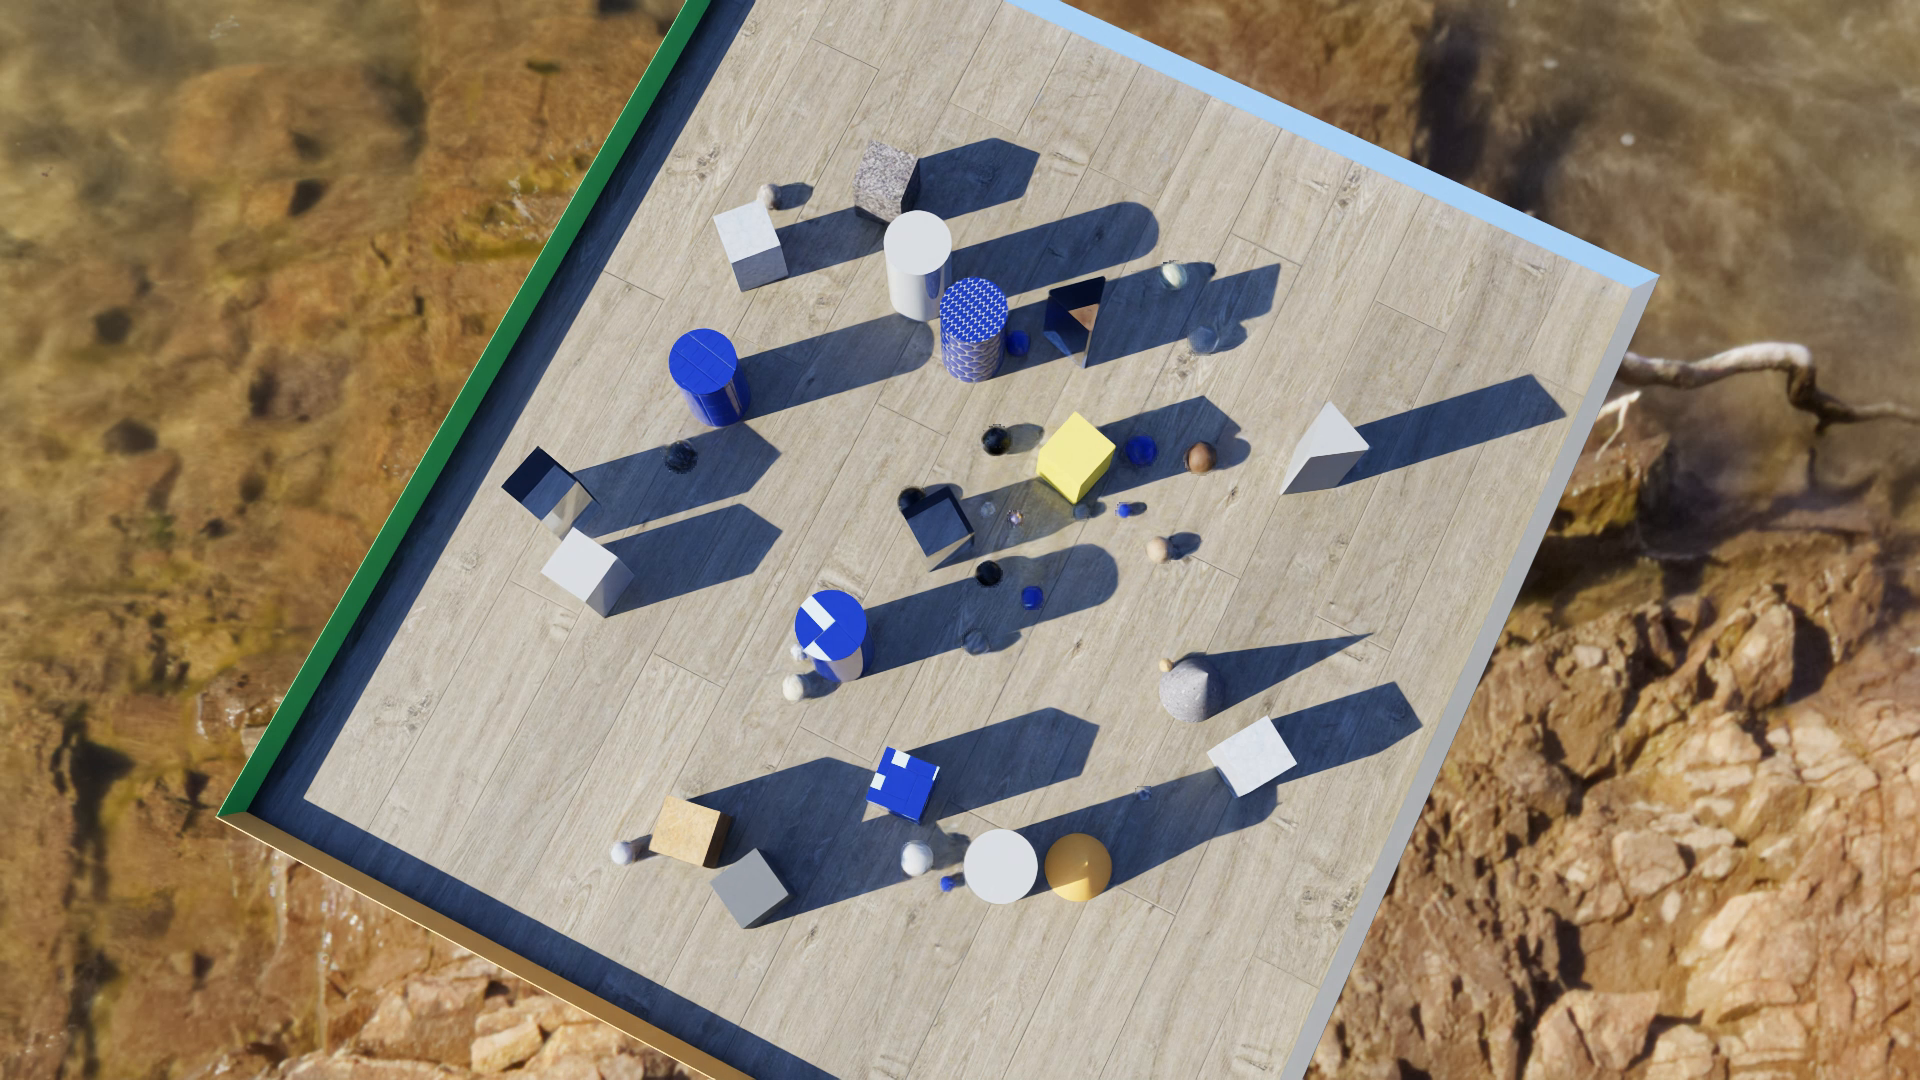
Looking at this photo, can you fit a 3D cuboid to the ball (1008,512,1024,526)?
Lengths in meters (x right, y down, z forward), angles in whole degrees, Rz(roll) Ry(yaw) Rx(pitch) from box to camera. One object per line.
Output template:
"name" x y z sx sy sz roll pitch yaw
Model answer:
"ball" 0.172 -0.065 5.608 0.044 0.044 0.044 0 78 0

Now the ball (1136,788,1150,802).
"ball" 0.545 0.755 5.440 0.041 0.041 0.041 0 78 0

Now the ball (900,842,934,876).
"ball" -0.126 0.935 5.372 0.100 0.100 0.100 0 78 0

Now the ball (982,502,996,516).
"ball" 0.087 -0.095 5.615 0.043 0.043 0.043 0 78 0

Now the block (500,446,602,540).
"block" -1.212 -0.127 5.460 0.160 0.358 0.160 39 81 7

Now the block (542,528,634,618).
"block" -1.102 0.100 5.446 0.160 0.293 0.160 33 80 6

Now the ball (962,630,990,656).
"ball" 0.048 0.309 5.511 0.082 0.082 0.082 0 78 0

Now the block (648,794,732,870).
"block" -0.776 0.847 5.298 0.160 0.281 0.160 17 79 3

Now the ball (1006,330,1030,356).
"ball" 0.179 -0.614 5.703 0.080 0.080 0.080 0 78 0

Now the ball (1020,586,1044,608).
"ball" 0.219 0.173 5.545 0.070 0.070 0.070 0 78 0

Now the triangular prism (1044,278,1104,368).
"triangular prism" 0.374 -0.683 5.563 0.173 0.383 0.150 44 82 8

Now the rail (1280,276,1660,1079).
"rail" 1.376 0.681 5.408 0.045 0.130 3.414 26 80 5

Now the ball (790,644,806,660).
"ball" -0.483 0.338 5.519 0.053 0.053 0.053 0 78 0

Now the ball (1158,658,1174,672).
"ball" 0.616 0.376 5.479 0.043 0.043 0.043 0 78 0

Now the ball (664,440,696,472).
"ball" -0.857 -0.257 5.621 0.096 0.096 0.096 0 78 0

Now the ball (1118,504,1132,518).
"ball" 0.504 -0.089 5.613 0.043 0.043 0.043 0 78 0

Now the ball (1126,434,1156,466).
"ball" 0.556 -0.277 5.625 0.096 0.096 0.096 0 78 0

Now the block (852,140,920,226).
"block" -0.228 -1.102 5.717 0.160 0.250 0.160 20 79 4

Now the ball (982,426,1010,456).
"ball" 0.111 -0.302 5.632 0.092 0.092 0.092 0 78 0

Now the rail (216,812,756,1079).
"rail" -0.753 1.481 5.243 3.125 0.130 0.045 26 80 5

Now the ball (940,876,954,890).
"ball" -0.037 1.009 5.386 0.043 0.043 0.043 0 78 0

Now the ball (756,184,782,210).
"ball" -0.603 -1.086 5.799 0.083 0.083 0.083 0 78 0

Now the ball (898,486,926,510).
"ball" -0.145 -0.115 5.592 0.094 0.094 0.094 0 78 0

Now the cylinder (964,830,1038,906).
"cylinder" 0.110 0.929 5.179 0.199 0.481 0.199 0 78 0

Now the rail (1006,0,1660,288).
"rail" 0.753 -1.467 5.853 3.125 0.130 0.045 26 80 5

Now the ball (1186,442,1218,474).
"ball" 0.741 -0.253 5.619 0.098 0.098 0.098 0 78 0

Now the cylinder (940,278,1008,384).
"cylinder" 0.041 -0.628 5.536 0.199 0.412 0.199 0 78 0

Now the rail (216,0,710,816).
"rail" -1.376 -0.667 5.688 0.045 0.130 3.414 26 80 5

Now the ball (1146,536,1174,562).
"ball" 0.608 0.030 5.570 0.081 0.081 0.081 0 78 0

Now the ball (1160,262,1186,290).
"ball" 0.668 -0.825 5.743 0.086 0.086 0.086 0 78 0

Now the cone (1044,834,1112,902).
"cone" 0.350 0.926 5.219 0.199 0.404 0.199 0 78 0

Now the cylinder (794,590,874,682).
"cylinder" -0.358 0.285 5.310 0.199 0.485 0.199 0 78 0

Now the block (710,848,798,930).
"block" -0.589 1.002 5.256 0.160 0.299 0.160 -36 81 -7

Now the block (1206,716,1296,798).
"block" 0.847 0.635 5.340 0.160 0.285 0.160 -30 80 -6

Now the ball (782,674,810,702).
"ball" -0.489 0.442 5.481 0.086 0.086 0.086 0 78 0

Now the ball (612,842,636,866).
"ball" -0.989 0.922 5.389 0.071 0.071 0.071 0 78 0

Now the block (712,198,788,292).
"block" -0.645 -0.908 5.670 0.160 0.265 0.160 -21 79 -4

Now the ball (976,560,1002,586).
"ball" 0.087 0.101 5.555 0.079 0.079 0.079 0 78 0

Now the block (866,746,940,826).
"block" -0.162 0.716 5.309 0.160 0.312 0.160 21 79 4

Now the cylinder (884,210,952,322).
"cylinder" -0.124 -0.826 5.569 0.199 0.428 0.199 0 78 0

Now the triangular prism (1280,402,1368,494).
"triangular prism" 1.060 -0.273 5.430 0.173 0.476 0.150 -8 78 -2

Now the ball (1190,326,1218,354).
"ball" 0.757 -0.621 5.700 0.088 0.088 0.088 0 78 0

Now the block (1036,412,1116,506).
"block" 0.347 -0.243 5.528 0.160 0.272 0.160 41 81 8

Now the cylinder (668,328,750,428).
"cylinder" -0.750 -0.484 5.527 0.199 0.372 0.199 0 78 0

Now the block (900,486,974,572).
"block" -0.066 -0.031 5.500 0.160 0.241 0.160 -28 80 -6

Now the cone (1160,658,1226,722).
"cone" 0.699 0.414 5.343 0.199 0.368 0.199 0 78 0

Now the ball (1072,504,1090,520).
"ball" 0.371 -0.085 5.608 0.051 0.051 0.051 0 78 0
